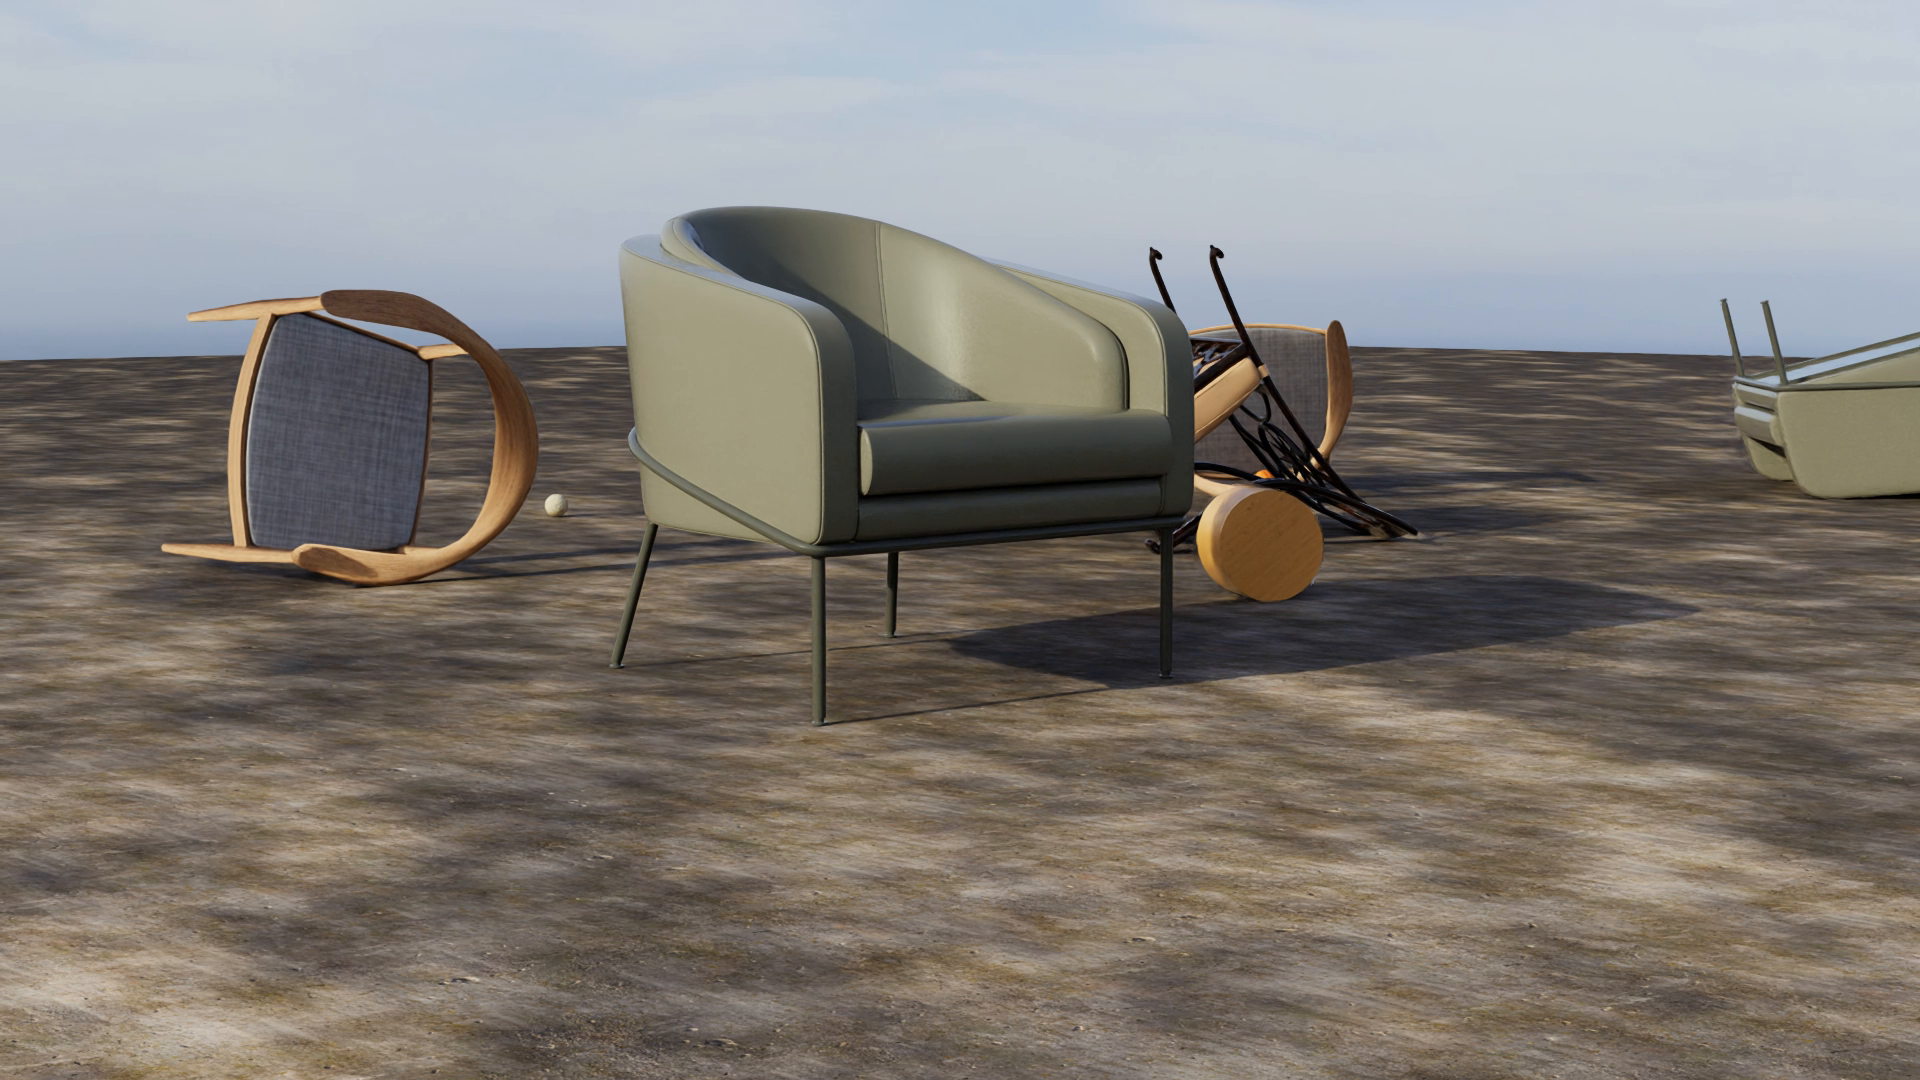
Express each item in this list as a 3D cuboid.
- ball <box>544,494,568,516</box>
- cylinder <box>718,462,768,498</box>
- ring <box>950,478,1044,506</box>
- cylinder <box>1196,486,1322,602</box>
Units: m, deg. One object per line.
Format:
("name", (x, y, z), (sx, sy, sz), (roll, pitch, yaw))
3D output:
("ball", (-1.104, -0.095, 7.023), (0.063, 0.063, 0.063), (0, 6, 0))
("cylinder", (-0.652, -0.182, 7.710), (0.142, 0.081, 0.163), (-26, 4, 4))
("ring", (0.108, -0.140, 7.426), (0.234, 0.072, 0.322), (4, 7, 43))
("cylinder", (0.612, 0.006, 5.245), (0.221, 0.230, 0.133), (-37, 13, -8))
